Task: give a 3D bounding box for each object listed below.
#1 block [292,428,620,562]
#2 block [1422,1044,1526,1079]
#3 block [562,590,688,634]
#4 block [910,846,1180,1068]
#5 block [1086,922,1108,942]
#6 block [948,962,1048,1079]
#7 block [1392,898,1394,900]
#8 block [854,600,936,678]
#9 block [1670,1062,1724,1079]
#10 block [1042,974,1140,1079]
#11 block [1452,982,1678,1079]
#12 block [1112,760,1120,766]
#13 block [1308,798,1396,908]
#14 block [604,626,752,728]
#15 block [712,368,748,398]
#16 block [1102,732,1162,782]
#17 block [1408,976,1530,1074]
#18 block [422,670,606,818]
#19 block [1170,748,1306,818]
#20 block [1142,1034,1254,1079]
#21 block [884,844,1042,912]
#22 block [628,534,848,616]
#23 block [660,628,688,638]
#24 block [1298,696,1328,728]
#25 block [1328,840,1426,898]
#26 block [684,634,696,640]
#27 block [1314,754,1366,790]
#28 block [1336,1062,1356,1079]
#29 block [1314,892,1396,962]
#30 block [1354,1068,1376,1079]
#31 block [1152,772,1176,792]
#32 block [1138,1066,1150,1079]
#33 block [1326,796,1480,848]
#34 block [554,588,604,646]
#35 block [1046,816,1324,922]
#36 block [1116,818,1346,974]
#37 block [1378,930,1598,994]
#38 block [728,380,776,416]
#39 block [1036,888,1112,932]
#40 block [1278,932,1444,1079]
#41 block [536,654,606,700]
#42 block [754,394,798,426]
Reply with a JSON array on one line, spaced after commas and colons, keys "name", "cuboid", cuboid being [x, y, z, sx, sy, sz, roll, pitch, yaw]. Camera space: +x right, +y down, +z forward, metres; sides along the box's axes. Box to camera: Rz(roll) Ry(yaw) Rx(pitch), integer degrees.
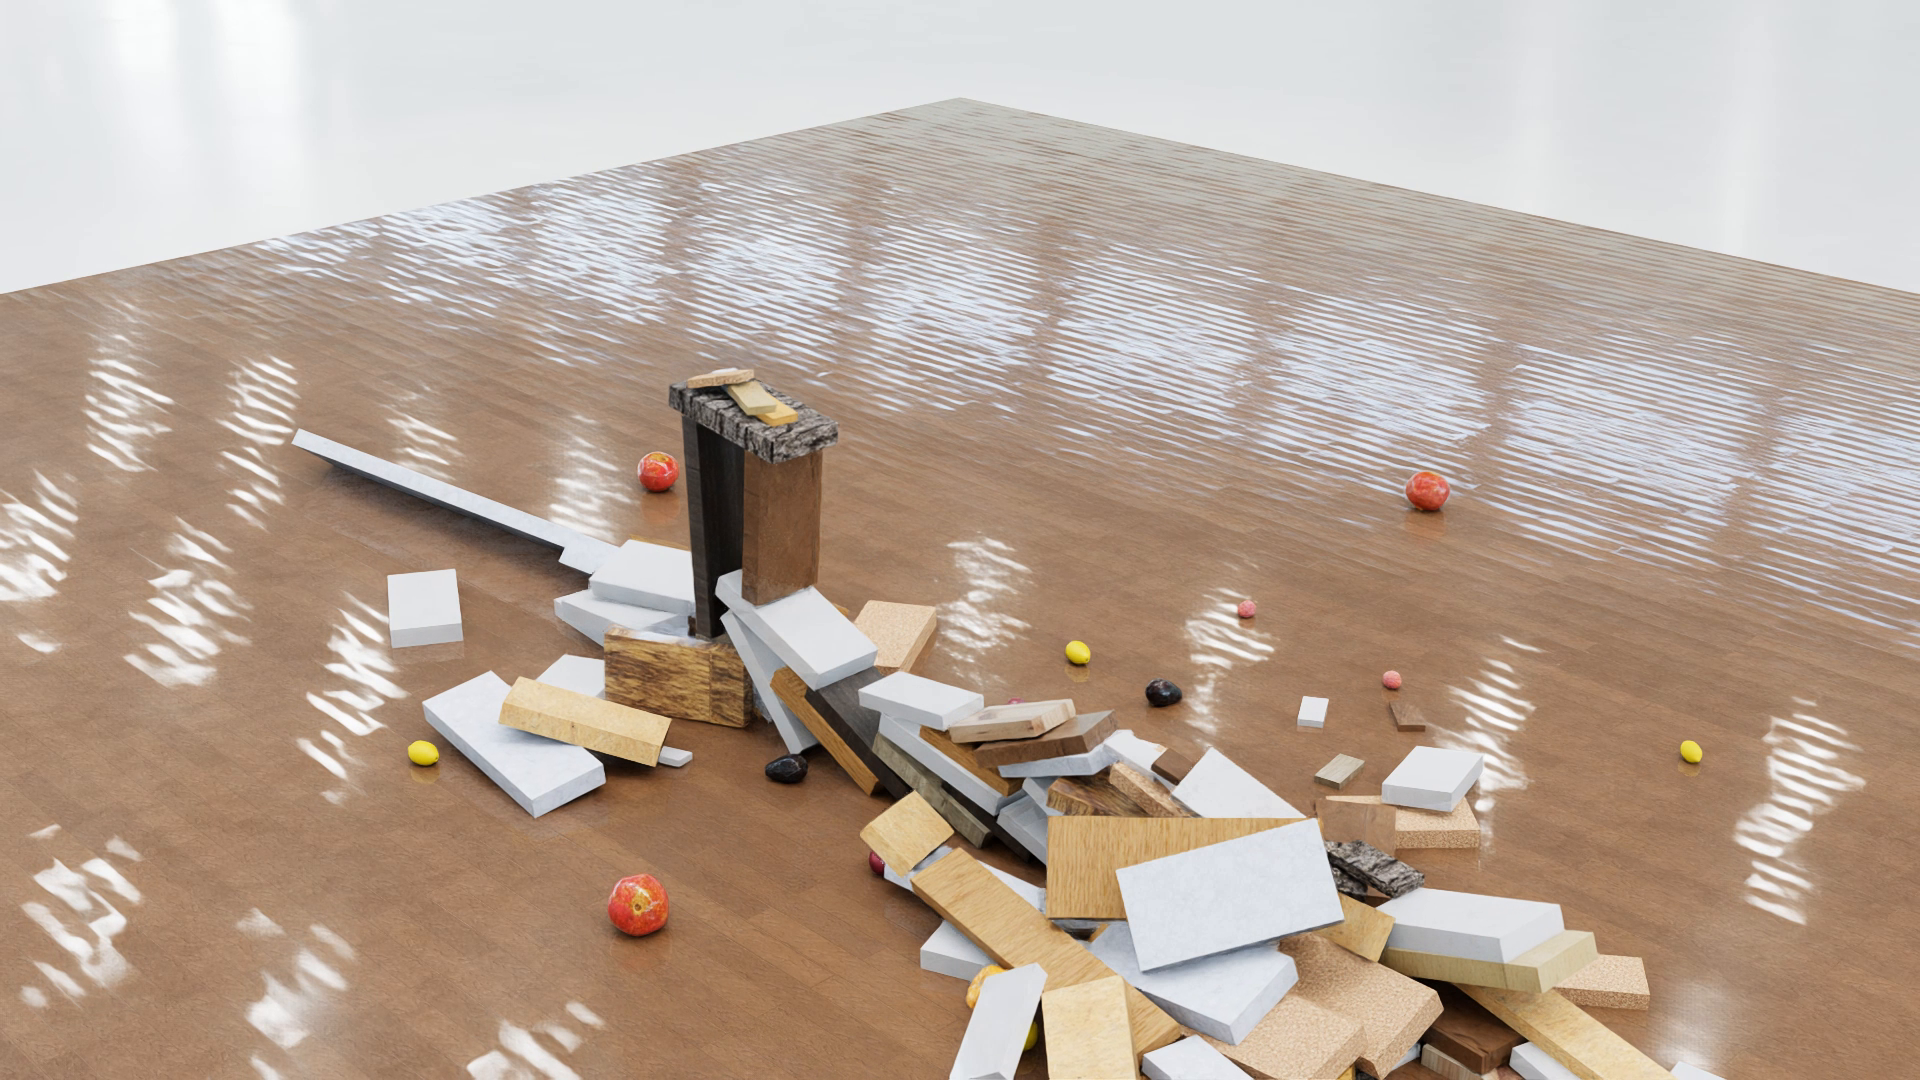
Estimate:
[{"name": "block", "cuboid": [-1.212, -0.066, 5.739, 1.566, 0.046, 0.163, 18, -10, 36]}, {"name": "block", "cuboid": [0.903, 0.881, 3.639, 0.124, 0.035, 0.247, -20, 30, -39]}, {"name": "block", "cuboid": [-0.787, 0.174, 5.159, 0.148, 0.042, 0.296, -20, 26, -40]}, {"name": "block", "cuboid": [0.137, 0.720, 3.823, 0.115, 0.033, 0.608, -30, 39, -24]}, {"name": "block", "cuboid": [0.276, 0.729, 3.962, 0.055, 0.016, 0.111, -45, 28, -19]}, {"name": "block", "cuboid": [0.063, 0.811, 3.651, 0.114, 0.032, 0.228, -24, 27, 36]}, {"name": "block", "cuboid": [0.695, 0.672, 4.104, 0.298, 0.022, 0.077, 5, 24, 12]}, {"name": "block", "cuboid": [-0.178, 0.238, 5.138, 0.168, 0.048, 0.336, 6, 24, 13]}, {"name": "block", "cuboid": [1.451, 0.973, 3.447, 0.698, 0.016, 0.058, 18, 29, 36]}, {"name": "block", "cuboid": [0.215, 0.843, 3.571, 0.140, 0.040, 0.280, -15, 39, 9]}, {"name": "block", "cuboid": [1.253, 0.989, 3.277, 0.105, 0.030, 1.382, -14, 30, -31]}, {"name": "block", "cuboid": [0.309, 0.483, 4.554, 0.229, 0.033, 0.115, -23, 33, -35]}, {"name": "block", "cuboid": [0.737, 0.602, 4.179, 0.169, 0.048, 0.337, 5, 23, 11]}, {"name": "block", "cuboid": [-0.619, 0.301, 4.831, 0.337, 0.168, 0.048, 8, 18, 18]}, {"name": "block", "cuboid": [-0.478, -0.332, 4.641, 0.054, 0.015, 0.108, -10, 31, -27]}, {"name": "block", "cuboid": [0.329, 0.398, 4.042, 0.123, 0.017, 0.062, 31, 37, 33]}, {"name": "block", "cuboid": [0.829, 0.811, 3.715, 0.124, 0.035, 0.248, -16, 25, -32]}, {"name": "block", "cuboid": [-0.942, 0.424, 4.622, 0.168, 0.048, 0.460, -26, 38, -32]}, {"name": "block", "cuboid": [0.500, 0.482, 3.881, 0.234, 0.033, 0.117, 37, 67, 19]}, {"name": "block", "cuboid": [0.409, 0.883, 3.535, 0.114, 0.032, 0.228, -12, 27, -33]}, {"name": "block", "cuboid": [0.026, 0.651, 4.104, 0.145, 0.041, 0.340, -6, 16, -43]}, {"name": "block", "cuboid": [-0.552, 0.098, 5.383, 0.614, 0.048, 0.168, 19, 4, 38]}, {"name": "block", "cuboid": [-0.681, 0.225, 5.025, 0.108, 0.015, 0.054, -21, 14, -39]}, {"name": "block", "cuboid": [0.778, 0.379, 4.848, 0.055, 0.016, 0.111, 6, 24, 14]}, {"name": "block", "cuboid": [0.744, 0.588, 3.935, 0.079, 0.022, 0.158, -15, 26, -34]}, {"name": "block", "cuboid": [-0.623, 0.236, 5.001, 0.306, 0.019, 0.068, -1, 15, 44]}, {"name": "block", "cuboid": [0.794, 0.484, 4.598, 0.058, 0.016, 0.116, 16, 28, 33]}, {"name": "block", "cuboid": [0.574, 0.912, 3.534, 0.105, 0.030, 0.210, -5, 24, 17]}, {"name": "block", "cuboid": [0.676, 0.663, 3.799, 0.023, 0.081, 0.163, 26, -4, -31]}, {"name": "block", "cuboid": [0.637, 0.890, 3.636, 0.074, 0.021, 0.148, -12, 26, -25]}, {"name": "block", "cuboid": [0.411, 0.444, 3.968, 0.062, 0.017, 0.123, -19, 48, -40]}, {"name": "block", "cuboid": [0.277, 0.874, 3.649, 0.145, 0.041, 0.290, -9, 25, -20]}, {"name": "block", "cuboid": [0.880, 0.561, 4.387, 0.280, 0.040, 0.140, -1, 23, -1]}, {"name": "block", "cuboid": [-0.831, 0.189, 5.261, 0.148, 0.042, 0.296, -17, 29, -35]}, {"name": "block", "cuboid": [0.390, 0.573, 3.818, 0.476, 0.176, 0.050, -1, -15, 13]}, {"name": "block", "cuboid": [0.458, 0.605, 3.735, 0.352, 0.176, 0.050, -16, -20, 7]}, {"name": "block", "cuboid": [0.817, 0.699, 3.773, 0.158, 0.045, 0.537, -18, 8, -38]}, {"name": "block", "cuboid": [-0.430, -0.293, 4.535, 0.063, 0.018, 0.125, -8, 30, -24]}, {"name": "block", "cuboid": [0.214, 0.676, 4.017, 0.155, 0.022, 0.077, 8, 55, -39]}, {"name": "block", "cuboid": [0.628, 0.775, 3.746, 0.169, 0.048, 0.357, -41, 35, -23]}, {"name": "block", "cuboid": [-0.878, 0.353, 4.869, 0.163, 0.046, 0.327, 7, 24, 17]}, {"name": "block", "cuboid": [-0.397, -0.271, 4.536, 0.063, 0.018, 0.125, -17, 35, -36]}]
